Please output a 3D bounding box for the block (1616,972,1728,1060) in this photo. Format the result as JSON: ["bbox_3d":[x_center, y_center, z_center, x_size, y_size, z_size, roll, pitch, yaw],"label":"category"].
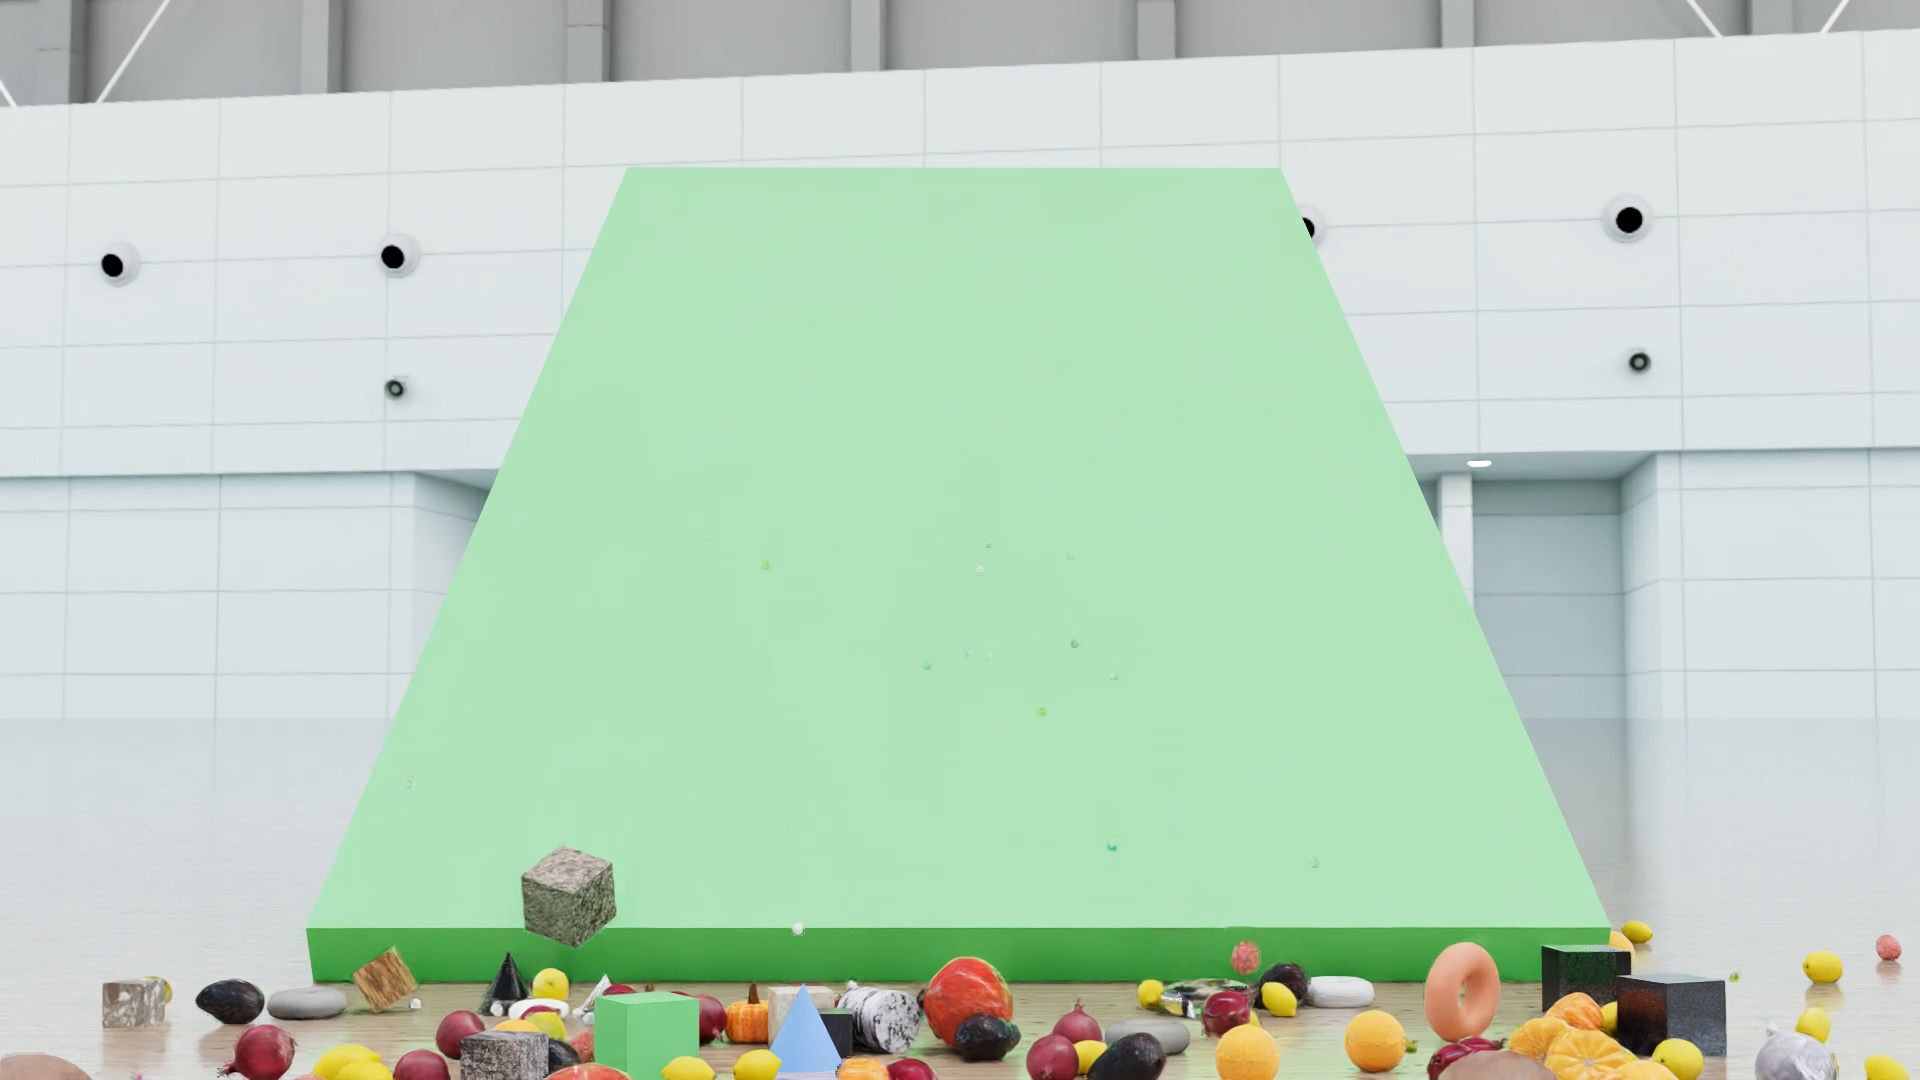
[{"bbox_3d":[0.871,0.582,2.880,0.091,0.091,0.091,2,-5,-24],"label":"block"}]

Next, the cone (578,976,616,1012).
[{"bbox_3d":[-0.507,0.644,3.275,0.056,0.056,0.056,-27,3,-15],"label":"cone"}]

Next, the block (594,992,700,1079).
[{"bbox_3d":[-0.359,0.569,2.693,0.089,0.089,0.089,3,-5,-33],"label":"block"}]

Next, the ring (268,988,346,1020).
[{"bbox_3d":[-0.895,0.636,3.225,0.106,0.035,0.106,-1,-4,0],"label":"ring"}]

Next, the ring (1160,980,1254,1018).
[{"bbox_3d":[0.342,0.633,3.245,0.130,0.043,0.130,-1,-4,0],"label":"ring"}]

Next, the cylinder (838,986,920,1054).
[{"bbox_3d":[-0.101,0.592,2.905,0.075,0.075,0.075,4,-6,-43],"label":"cylinder"}]

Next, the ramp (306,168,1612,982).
[{"bbox_3d":[-0.009,-0.229,5.426,2.000,0.100,4.000,0,26,0],"label":"ramp"}]

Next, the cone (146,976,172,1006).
[{"bbox_3d":[-1.118,0.642,3.242,0.057,0.057,0.057,1,22,-14],"label":"cone"}]

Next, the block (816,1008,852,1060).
[{"bbox_3d":[-0.158,0.599,2.855,0.054,0.054,0.054,0,-4,-3],"label":"block"}]

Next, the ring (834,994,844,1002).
[{"bbox_3d":[-0.181,0.638,3.217,0.088,0.029,0.088,1,-5,0],"label":"ring"}]

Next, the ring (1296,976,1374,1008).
[{"bbox_3d":[0.534,0.644,3.345,0.110,0.037,0.110,-1,-3,0],"label":"ring"}]

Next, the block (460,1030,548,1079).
[{"bbox_3d":[-0.489,0.567,2.527,0.069,0.069,0.069,-1,-4,15],"label":"block"}]

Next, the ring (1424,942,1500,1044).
[{"bbox_3d":[0.633,0.571,2.965,0.128,0.128,0.043,4,-1,-42],"label":"ring"}]

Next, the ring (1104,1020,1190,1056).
[{"bbox_3d":[0.230,0.611,2.894,0.106,0.035,0.106,0,-5,0],"label":"ring"}]

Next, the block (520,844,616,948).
[{"bbox_3d":[-0.597,0.543,3.589,0.099,0.099,0.099,14,29,26],"label":"block"}]

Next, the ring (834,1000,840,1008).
[{"bbox_3d":[-0.135,0.631,3.133,0.093,0.031,0.093,1,-3,0],"label":"ring"}]

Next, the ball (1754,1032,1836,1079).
[{"bbox_3d":[0.876,0.557,2.466,0.081,0.081,0.081,0,-4,0],"label":"ball"}]

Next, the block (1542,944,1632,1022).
[{"bbox_3d":[0.860,0.607,3.227,0.092,0.092,0.092,0,-4,-6],"label":"block"}]

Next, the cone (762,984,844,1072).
[{"bbox_3d":[-0.185,0.571,2.772,0.098,0.098,0.098,0,-4,0],"label":"cone"}]

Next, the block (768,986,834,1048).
[{"bbox_3d":[-0.198,0.595,2.924,0.071,0.071,0.071,1,-4,-14],"label":"block"}]

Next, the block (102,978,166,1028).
[{"bbox_3d":[-1.101,0.617,3.134,0.058,0.058,0.058,-1,-4,8],"label":"block"}]

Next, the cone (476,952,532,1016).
[{"bbox_3d":[-0.628,0.613,3.267,0.085,0.085,0.085,0,-4,0],"label":"cone"}]

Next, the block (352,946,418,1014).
[{"bbox_3d":[-0.802,0.613,3.281,0.064,0.064,0.064,-31,2,-11],"label":"block"}]

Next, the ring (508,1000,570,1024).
[{"bbox_3d":[-0.567,0.636,3.167,0.081,0.027,0.081,0,-3,0],"label":"ring"}]
